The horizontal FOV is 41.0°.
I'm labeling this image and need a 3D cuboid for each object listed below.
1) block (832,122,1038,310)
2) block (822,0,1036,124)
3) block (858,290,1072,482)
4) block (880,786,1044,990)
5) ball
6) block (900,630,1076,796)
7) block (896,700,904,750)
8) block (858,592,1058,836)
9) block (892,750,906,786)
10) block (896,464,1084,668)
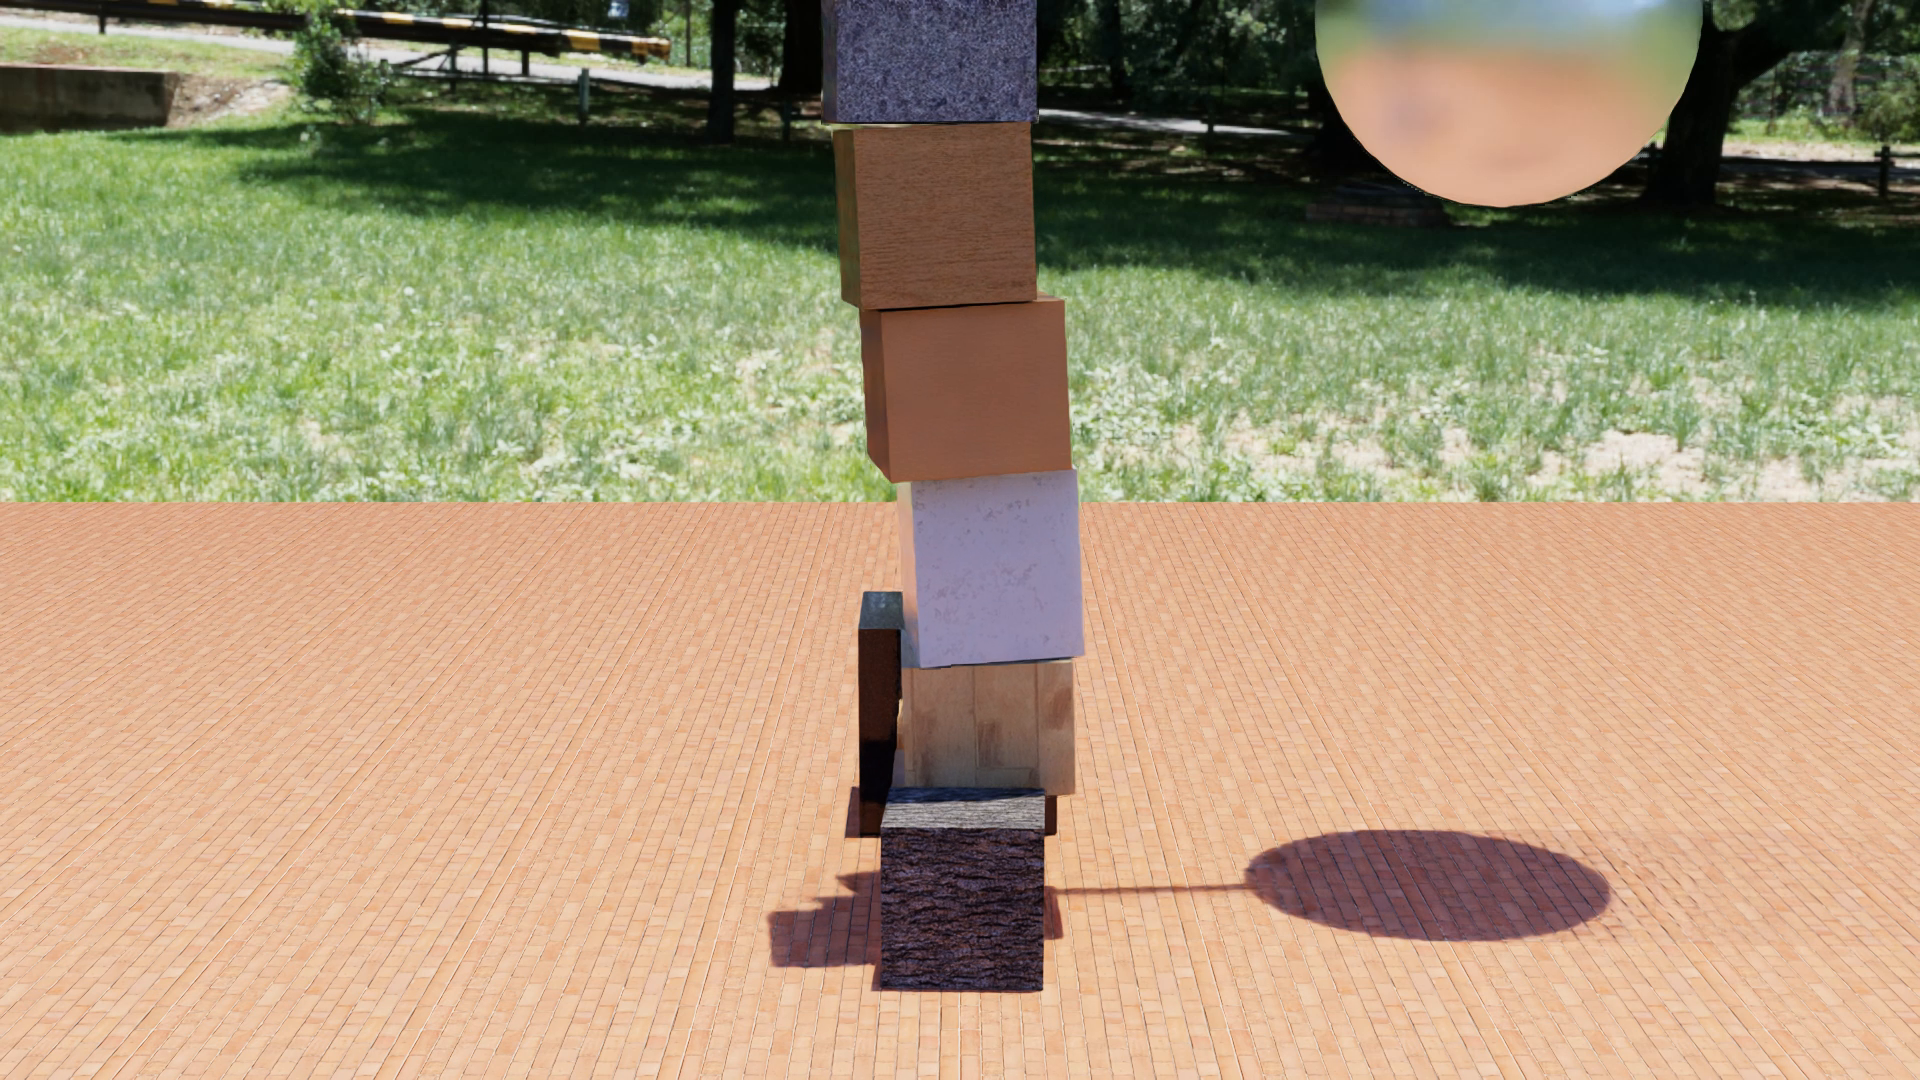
[{"bbox_3d":[-0.109,-1.297,10.186,0.685,0.686,0.698,-4,9,-9],"label":"block"},{"bbox_3d":[-0.133,-1.995,10.095,0.767,0.693,0.698,-1,9,-7],"label":"block"},{"bbox_3d":[0.009,-0.645,10.404,0.720,0.667,0.813,-5,10,-8],"label":"block"},{"bbox_3d":[0.019,1.375,10.179,0.629,0.653,0.563,0,10,2],"label":"block"},{"bbox_3d":[2.295,-2.205,10.779,1.600,1.600,1.600,0,10,0],"label":"ball"},{"bbox_3d":[0.109,0.713,10.754,0.695,0.555,0.687,-2,11,-1],"label":"block"},{"bbox_3d":[0.020,1.115,11.597,0.602,0.654,0.630,0,10,0],"label":"block"},{"bbox_3d":[-0.012,0.815,12.329,0.923,0.985,0.877,0,10,-1],"label":"block"},{"bbox_3d":[0.010,1.273,10.927,0.590,0.586,0.712,0,10,0],"label":"block"},{"bbox_3d":[0.114,0.047,10.660,0.670,0.770,0.719,-4,11,-6],"label":"block"}]
